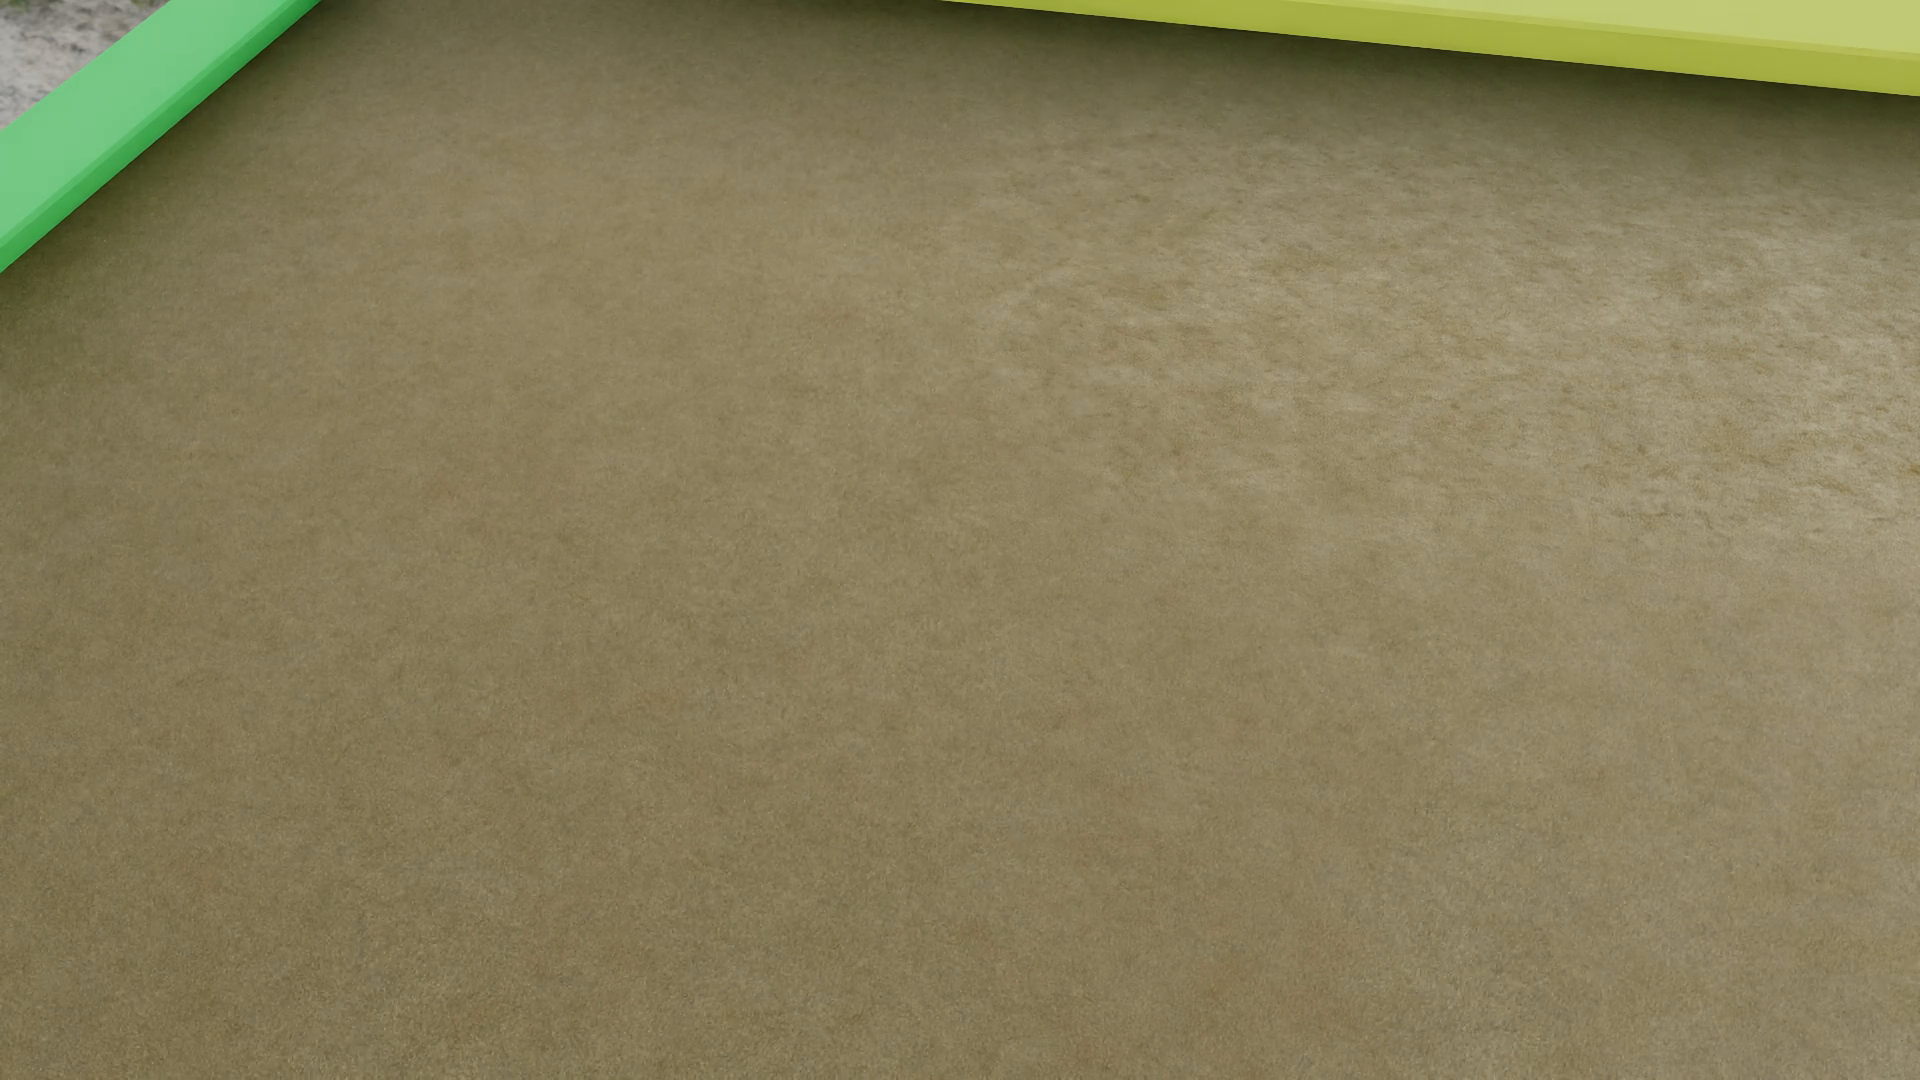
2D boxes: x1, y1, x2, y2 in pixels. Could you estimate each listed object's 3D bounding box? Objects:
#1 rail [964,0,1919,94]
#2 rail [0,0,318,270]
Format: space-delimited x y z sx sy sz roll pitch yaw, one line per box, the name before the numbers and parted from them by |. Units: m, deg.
rail | 1.205 -0.473 2.588 3.902 0.119 0.045 8 35 12
rail | -0.923 -0.160 2.129 0.045 0.119 2.166 8 35 12
